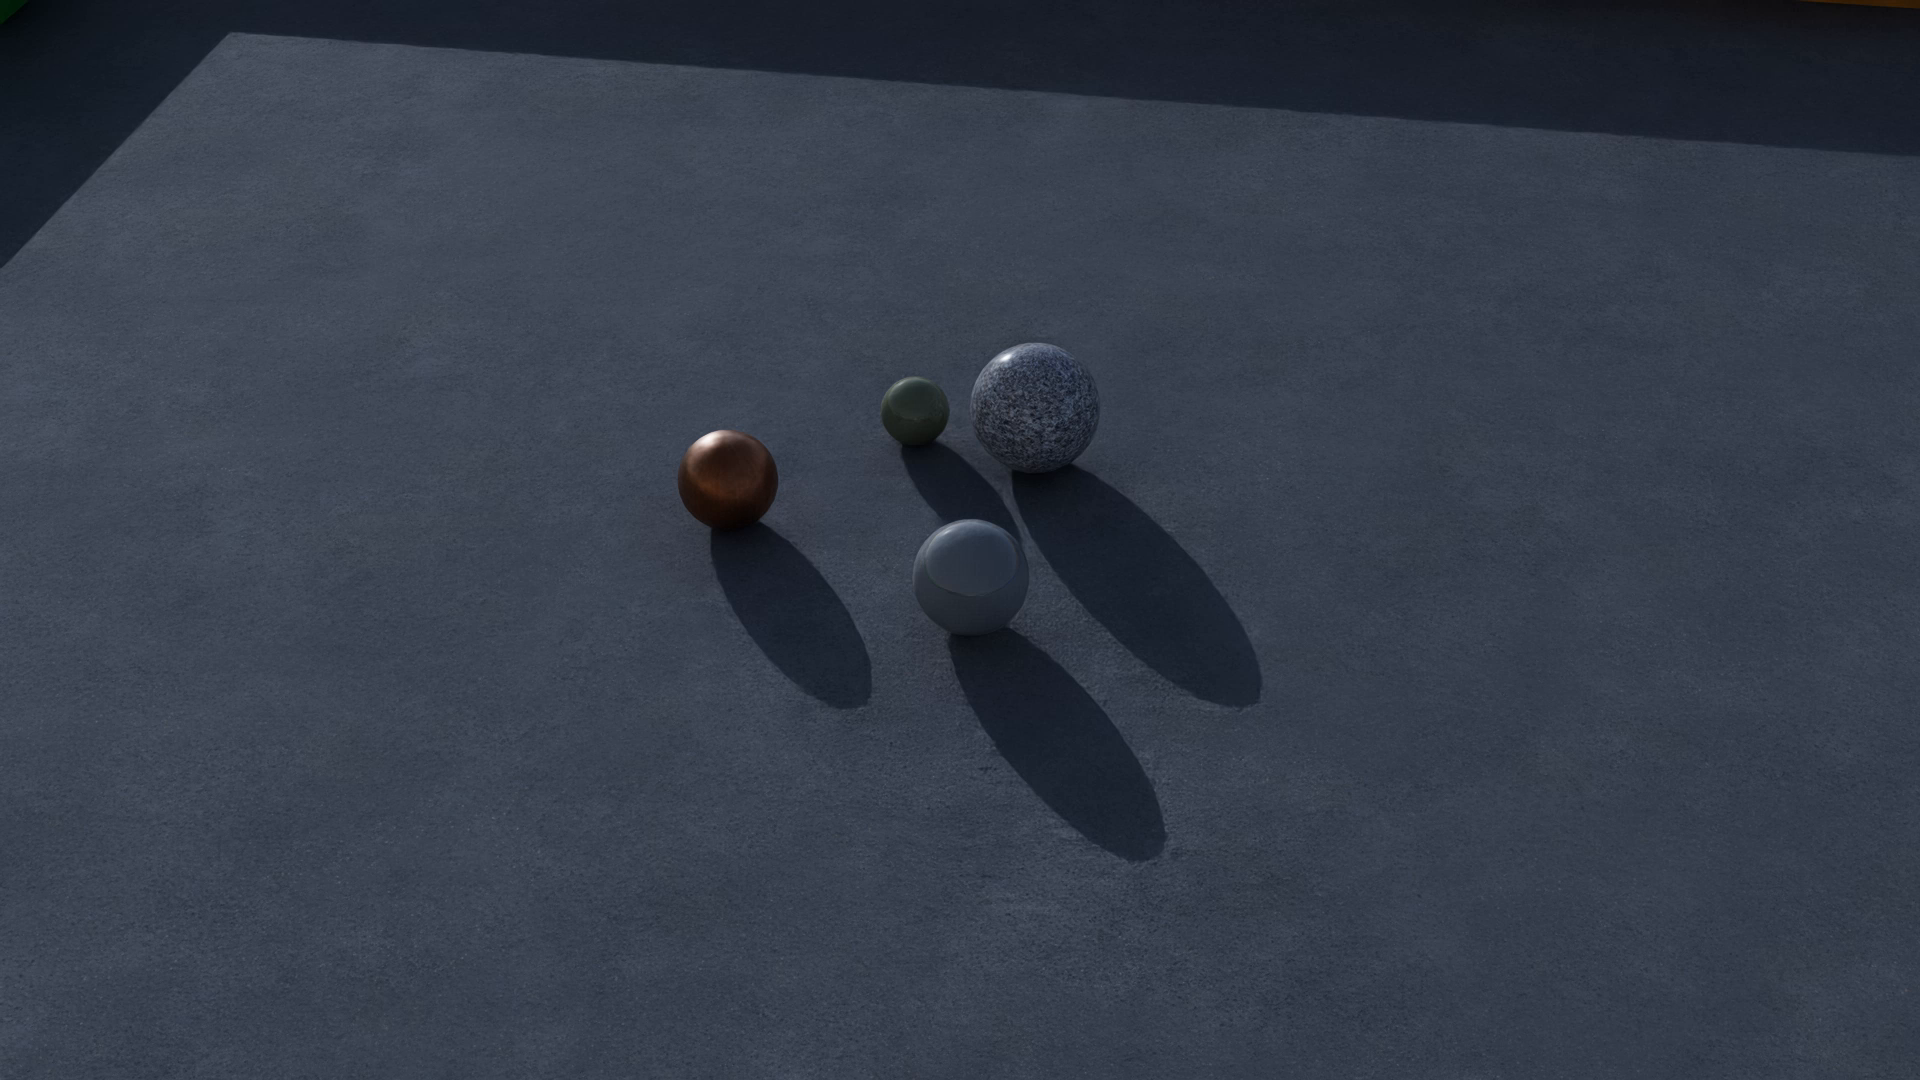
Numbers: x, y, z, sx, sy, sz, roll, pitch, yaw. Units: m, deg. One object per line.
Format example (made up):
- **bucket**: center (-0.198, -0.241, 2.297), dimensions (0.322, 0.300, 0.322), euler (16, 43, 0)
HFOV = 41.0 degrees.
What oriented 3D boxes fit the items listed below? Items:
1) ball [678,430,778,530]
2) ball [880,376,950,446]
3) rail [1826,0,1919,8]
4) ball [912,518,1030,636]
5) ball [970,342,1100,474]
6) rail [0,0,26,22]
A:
- **ball**: center (-0.161, -0.042, 1.780), dimensions (0.070, 0.070, 0.070), euler (0, 35, 0)
- **ball**: center (-0.033, -0.094, 1.870), dimensions (0.051, 0.051, 0.051), euler (0, 35, 0)
- **rail**: center (1.237, -0.530, 2.421), dimensions (4.287, 0.122, 0.045), euler (6, 36, 8)
- **ball**: center (0.007, 0.025, 1.680), dimensions (0.077, 0.077, 0.077), euler (0, 35, 0)
- **ball**: center (0.054, -0.094, 1.834), dimensions (0.094, 0.094, 0.094), euler (0, 35, 0)
- **rail**: center (-1.033, -0.123, 1.847), dimensions (0.045, 0.122, 2.196), euler (6, 36, 8)
